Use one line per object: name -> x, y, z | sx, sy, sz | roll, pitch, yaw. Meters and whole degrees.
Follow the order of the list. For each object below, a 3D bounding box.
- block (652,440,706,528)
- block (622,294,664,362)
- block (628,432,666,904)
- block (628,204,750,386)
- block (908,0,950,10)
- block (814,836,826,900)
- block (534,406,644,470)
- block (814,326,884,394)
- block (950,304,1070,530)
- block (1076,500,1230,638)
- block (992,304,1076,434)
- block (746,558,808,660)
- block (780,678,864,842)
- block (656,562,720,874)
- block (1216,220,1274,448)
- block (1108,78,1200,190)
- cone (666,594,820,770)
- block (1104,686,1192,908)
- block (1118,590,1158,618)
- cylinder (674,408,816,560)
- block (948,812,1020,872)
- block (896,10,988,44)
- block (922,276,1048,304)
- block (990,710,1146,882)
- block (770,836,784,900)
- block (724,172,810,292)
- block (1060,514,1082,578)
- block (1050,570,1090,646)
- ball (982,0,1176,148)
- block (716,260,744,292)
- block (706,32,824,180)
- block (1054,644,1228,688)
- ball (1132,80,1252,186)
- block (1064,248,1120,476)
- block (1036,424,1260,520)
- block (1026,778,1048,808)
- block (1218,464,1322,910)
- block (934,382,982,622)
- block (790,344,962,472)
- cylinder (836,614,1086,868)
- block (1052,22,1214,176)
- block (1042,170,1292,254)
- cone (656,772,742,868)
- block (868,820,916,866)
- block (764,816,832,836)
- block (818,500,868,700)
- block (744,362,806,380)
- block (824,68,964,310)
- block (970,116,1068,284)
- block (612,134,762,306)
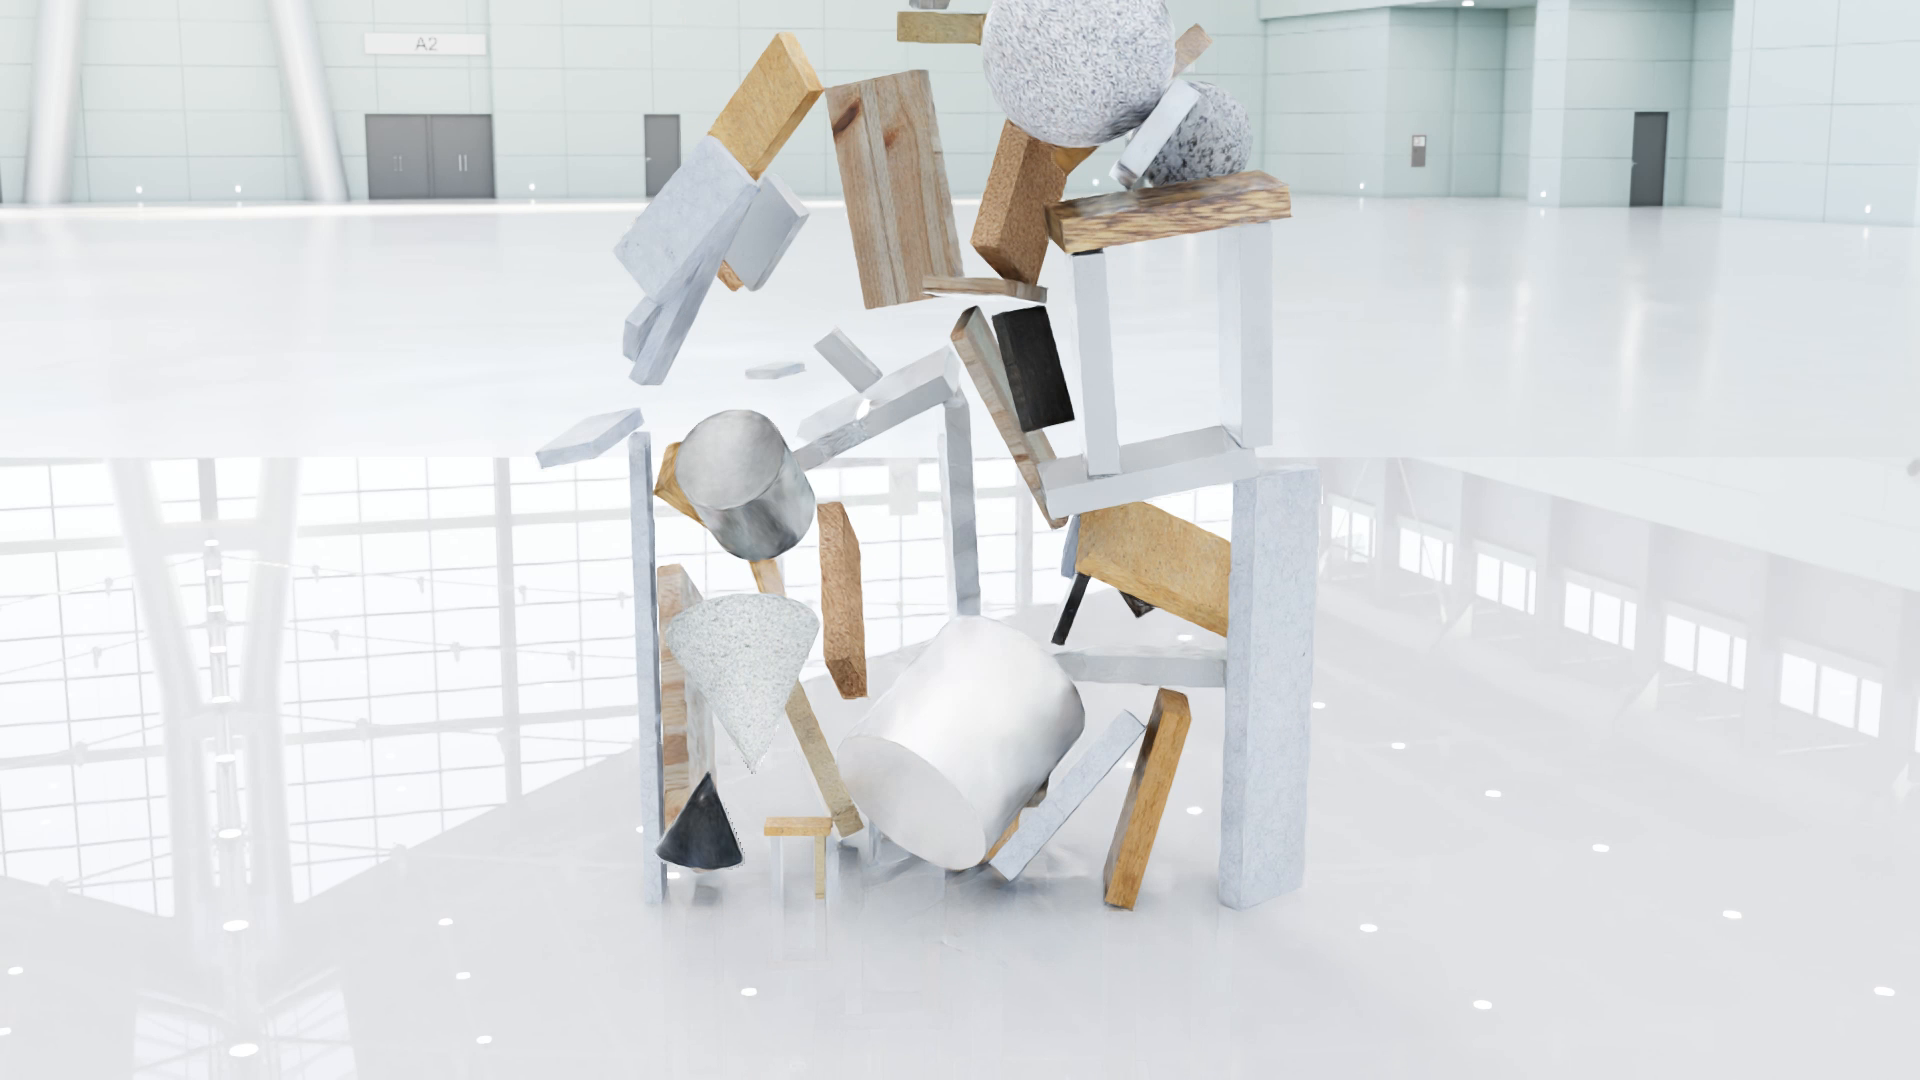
block -> -0.415, -0.072, 3.649 | 0.028, 0.098, 0.196 | -23, -46, 40
block -> -0.480, -0.378, 3.541 | 0.026, 0.092, 0.185 | 29, 56, 8
block -> -0.511, 0.211, 3.601 | 0.028, 0.770, 0.098 | -1, 10, -3
block -> -0.435, -0.401, 3.543 | 0.026, 0.331, 0.092 | 29, 10, 9
block -> -0.027, -0.915, 3.515 | 0.071, 0.142, 0.020 | -16, 52, -43
block -> -0.232, 0.536, 3.660 | 0.015, 0.109, 0.054 | 0, 11, 0
block -> -0.586, -0.163, 3.493 | 0.098, 0.028, 0.196 | -9, 17, 19
block -> -0.205, -0.331, 4.047 | 0.063, 0.125, 0.018 | -31, 20, 46
block -> 0.091, -0.201, 3.651 | 0.027, 0.388, 0.095 | -17, 26, 26
block -> 0.354, 0.040, 3.642 | 0.334, 0.047, 0.167 | 24, 46, -16
block -> 0.117, -0.272, 3.491 | 0.095, 0.191, 0.027 | -15, 0, -40
block -> -0.342, 0.070, 3.902 | 0.044, 0.310, 0.155 | -19, 0, -7
block -> -0.256, 0.379, 3.880 | 0.044, 0.310, 0.155 | -23, -7, -10
block -> -0.473, 0.304, 3.820 | 0.044, 0.529, 0.155 | -12, -33, 8
block -> 0.449, -0.338, 3.468 | 0.050, 0.350, 0.175 | -4, 17, -4
block -> 0.279, -0.586, 3.193 | 0.040, 0.141, 0.282 | 36, 5, -2
cone -> -0.351, 0.266, 3.649 | 0.261, 0.261, 0.261 | -6, -31, -4
block -> 0.308, 0.424, 3.640 | 0.047, 0.334, 0.167 | 16, 10, 0
block -> 0.286, 0.044, 3.675 | 0.081, 0.161, 0.023 | -28, -10, -29
cylinder -> -0.341, -0.087, 3.517 | 0.179, 0.179, 0.179 | 3, -26, 16
block -> 0.042, 0.506, 3.823 | 0.027, 0.096, 0.193 | 5, 8, 33
block -> 0.084, -0.840, 3.617 | 0.341, 0.048, 0.171 | 6, 15, 15
block -> 0.039, -0.403, 3.541 | 0.095, 0.027, 0.191 | 5, 3, -44
block -> 0.184, 0.425, 3.682 | 0.047, 0.334, 0.167 | 41, 1, 8
block -> -0.305, 0.536, 3.660 | 0.015, 0.109, 0.054 | 0, 11, 0
block -> -0.322, -0.503, 3.603 | 0.026, 0.092, 0.185 | -24, -19, -47
block -> 0.202, -0.021, 3.756 | 0.023, 0.161, 0.081 | 13, 38, -2
block -> 0.196, 0.095, 3.778 | 0.023, 0.161, 0.081 | 20, 19, -2
ball -> 0.174, -0.719, 3.222 | 0.285, 0.285, 0.285 | 0, 11, 0
block -> -0.428, -0.508, 3.959 | 0.063, 0.125, 0.018 | -41, -7, -38
block -> -0.347, -0.730, 3.809 | 0.035, 0.122, 0.313 | -15, -19, -41
block -> 0.347, 0.214, 3.775 | 0.334, 0.047, 0.167 | 0, 4, 36
ball -> 0.376, -0.646, 3.566 | 0.193, 0.193, 0.193 | 0, 11, 0
block -> 0.206, -0.297, 3.457 | 0.050, 0.350, 0.175 | -6, 21, 0
block -> 0.297, -0.113, 3.523 | 0.334, 0.047, 0.167 | -12, 17, 0
block -> 0.064, 0.429, 3.990 | 0.193, 0.096, 0.027 | 4, 5, 3
block -> 0.506, 0.240, 3.593 | 0.167, 0.715, 0.047 | -10, 15, -43
block -> -0.002, -0.030, 4.172 | 0.046, 0.523, 0.162 | -6, 22, -6
block -> -0.155, -0.244, 4.076 | 0.325, 0.046, 0.162 | -26, 21, 15
cylinder -> 0.003, 0.330, 3.610 | 0.294, 0.294, 0.294 | 9, 45, 40
block -> 0.266, -0.682, 3.414 | 0.282, 0.040, 0.141 | -42, 5, 1
block -> 0.316, -0.508, 3.392 | 0.350, 0.050, 0.175 | -10, 18, -5
cone -> -0.378, 0.401, 3.241 | 0.130, 0.130, 0.130 | 7, 10, -1
block -> -0.092, 0.502, 3.832 | 0.027, 0.096, 0.193 | 6, 7, 33
block -> -0.268, 0.475, 3.648 | 0.109, 0.015, 0.054 | 0, 11, 0
block -> -0.215, 0.110, 4.029 | 0.046, 0.325, 0.162 | -8, -31, 6
block -> -0.340, -0.311, 4.034 | 0.063, 0.018, 0.125 | -18, 13, -29
block -> -0.108, -0.591, 3.717 | 0.171, 0.377, 0.048 | -7, 9, 20
block -> 0.115, -0.597, 3.536 | 0.048, 0.341, 0.171 | 11, -12, 26
block -> -0.431, -0.502, 3.453 | 0.122, 0.245, 0.035 | 50, 18, 25
